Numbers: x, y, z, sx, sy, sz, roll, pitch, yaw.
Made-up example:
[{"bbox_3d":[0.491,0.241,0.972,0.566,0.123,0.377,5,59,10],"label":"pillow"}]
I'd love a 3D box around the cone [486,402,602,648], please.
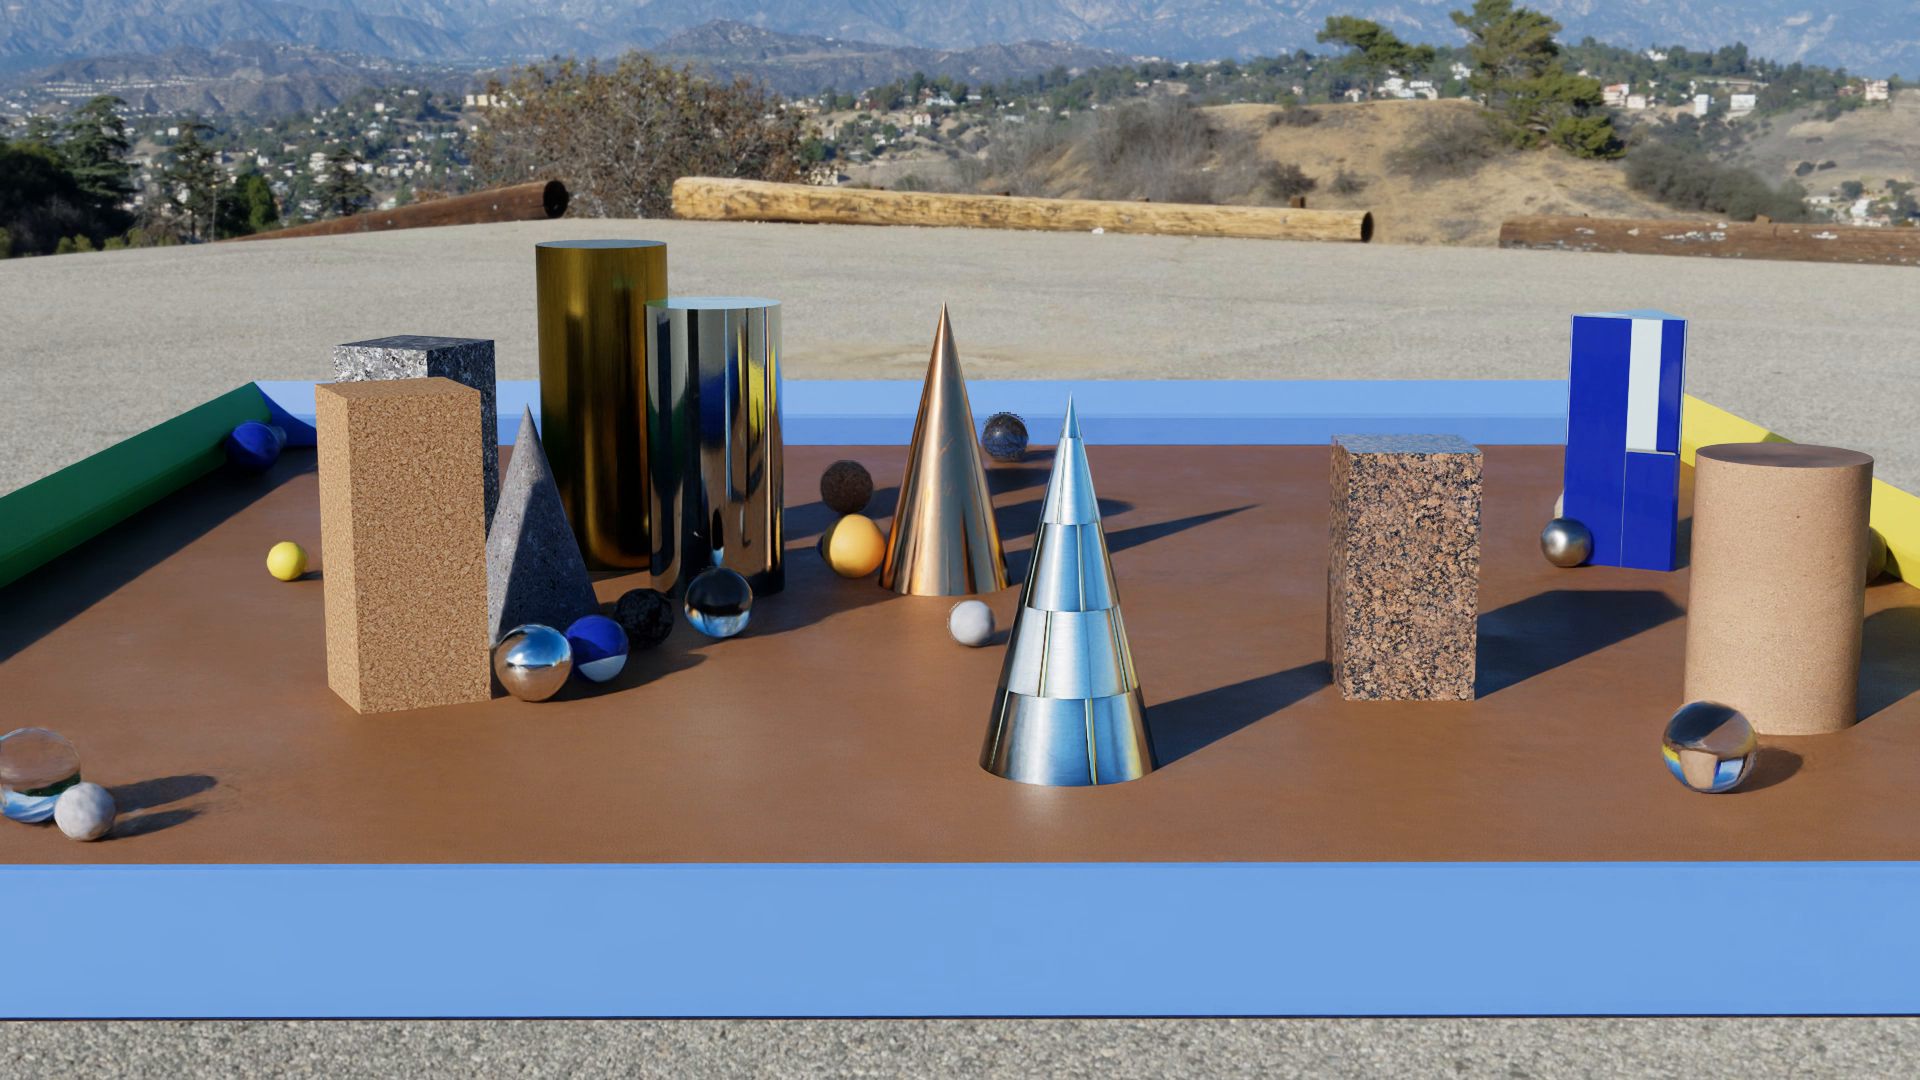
[{"bbox_3d":[-0.550,-0.028,3.288,0.189,0.301,0.189,0,11,0],"label":"cone"}]

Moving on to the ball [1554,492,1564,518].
[{"bbox_3d":[0.960,-0.043,3.942,0.091,0.091,0.091,0,11,0],"label":"ball"}]

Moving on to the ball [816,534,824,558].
[{"bbox_3d":[-0.192,0.009,3.804,0.040,0.040,0.040,0,11,0],"label":"ball"}]

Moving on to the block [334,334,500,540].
[{"bbox_3d":[-0.734,-0.092,3.485,0.152,0.354,0.152,5,12,25],"label":"block"}]

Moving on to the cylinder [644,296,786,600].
[{"bbox_3d":[-0.340,-0.130,3.565,0.189,0.400,0.189,0,11,0],"label":"cylinder"}]

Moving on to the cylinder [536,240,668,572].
[{"bbox_3d":[-0.521,-0.201,3.765,0.189,0.466,0.189,0,11,0],"label":"cylinder"}]

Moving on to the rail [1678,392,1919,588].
[{"bbox_3d":[1.323,0.030,3.457,0.045,0.123,3.019,0,11,0],"label":"rail"}]

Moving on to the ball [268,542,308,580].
[{"bbox_3d":[-0.956,0.031,3.646,0.055,0.055,0.055,0,11,0],"label":"ball"}]

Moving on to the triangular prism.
[{"bbox_3d":[0.995,-0.152,3.783,0.164,0.365,0.142,6,12,29],"label":"triangular prism"}]

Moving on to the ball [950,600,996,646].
[{"bbox_3d":[0.016,0.105,3.237,0.059,0.059,0.059,0,11,0],"label":"ball"}]

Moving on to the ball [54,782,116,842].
[{"bbox_3d":[-0.828,0.257,2.429,0.055,0.055,0.055,0,11,0],"label":"ball"}]

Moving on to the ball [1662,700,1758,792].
[{"bbox_3d":[0.756,0.208,2.589,0.093,0.093,0.093,0,11,0],"label":"ball"}]

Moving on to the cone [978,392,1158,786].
[{"bbox_3d":[0.114,0.040,2.670,0.189,0.393,0.189,0,11,0],"label":"cone"}]

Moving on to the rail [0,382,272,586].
[{"bbox_3d":[-1.323,0.033,3.442,0.045,0.123,3.019,0,11,0],"label":"rail"}]

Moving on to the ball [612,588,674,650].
[{"bbox_3d":[-0.398,0.098,3.221,0.077,0.077,0.077,0,11,0],"label":"ball"}]

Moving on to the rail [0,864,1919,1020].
[{"bbox_3d":[0.009,0.304,1.989,2.693,0.123,0.045,0,11,0],"label":"rail"}]

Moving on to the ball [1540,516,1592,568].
[{"bbox_3d":[0.884,0.003,3.744,0.073,0.073,0.073,0,11,0],"label":"ball"}]

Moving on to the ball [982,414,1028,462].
[{"bbox_3d":[0.082,-0.188,4.731,0.087,0.087,0.087,0,11,0],"label":"ball"}]

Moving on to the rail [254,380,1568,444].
[{"bbox_3d":[-0.009,-0.241,4.910,2.693,0.123,0.045,0,11,0],"label":"rail"}]

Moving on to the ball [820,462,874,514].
[{"bbox_3d":[-0.185,-0.085,4.181,0.086,0.086,0.086,0,11,0],"label":"ball"}]

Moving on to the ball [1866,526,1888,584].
[{"bbox_3d":[1.256,0.020,3.607,0.091,0.091,0.091,0,11,0],"label":"ball"}]

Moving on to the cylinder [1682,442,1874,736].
[{"bbox_3d":[0.916,0.051,2.878,0.189,0.296,0.189,0,11,0],"label":"cylinder"}]

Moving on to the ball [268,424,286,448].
[{"bbox_3d":[-1.302,-0.194,4.865,0.050,0.050,0.050,0,11,0],"label":"ball"}]

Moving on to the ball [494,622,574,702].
[{"bbox_3d":[-0.490,0.140,2.957,0.091,0.091,0.091,0,11,0],"label":"ball"}]

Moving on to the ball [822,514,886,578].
[{"bbox_3d":[-0.152,0.008,3.669,0.091,0.091,0.091,0,11,0],"label":"ball"}]

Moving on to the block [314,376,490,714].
[{"bbox_3d":[-0.644,0.002,2.967,0.152,0.360,0.152,-5,12,-27],"label":"block"}]

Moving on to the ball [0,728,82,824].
[{"bbox_3d":[-0.899,0.228,2.484,0.093,0.093,0.093,0,11,0],"label":"ball"}]

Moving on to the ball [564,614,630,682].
[{"bbox_3d":[-0.433,0.129,3.048,0.081,0.081,0.081,0,11,0],"label":"ball"}]

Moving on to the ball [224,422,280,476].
[{"bbox_3d":[-1.261,-0.162,4.573,0.095,0.095,0.095,0,11,0],"label":"ball"}]

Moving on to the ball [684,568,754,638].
[{"bbox_3d":[-0.308,0.080,3.283,0.090,0.090,0.090,0,11,0],"label":"ball"}]

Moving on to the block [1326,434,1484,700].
[{"bbox_3d":[0.519,0.029,3.014,0.152,0.289,0.152,0,11,0],"label":"block"}]

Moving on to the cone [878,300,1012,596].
[{"bbox_3d":[-0.022,-0.138,3.600,0.189,0.404,0.189,0,11,0],"label":"cone"}]
